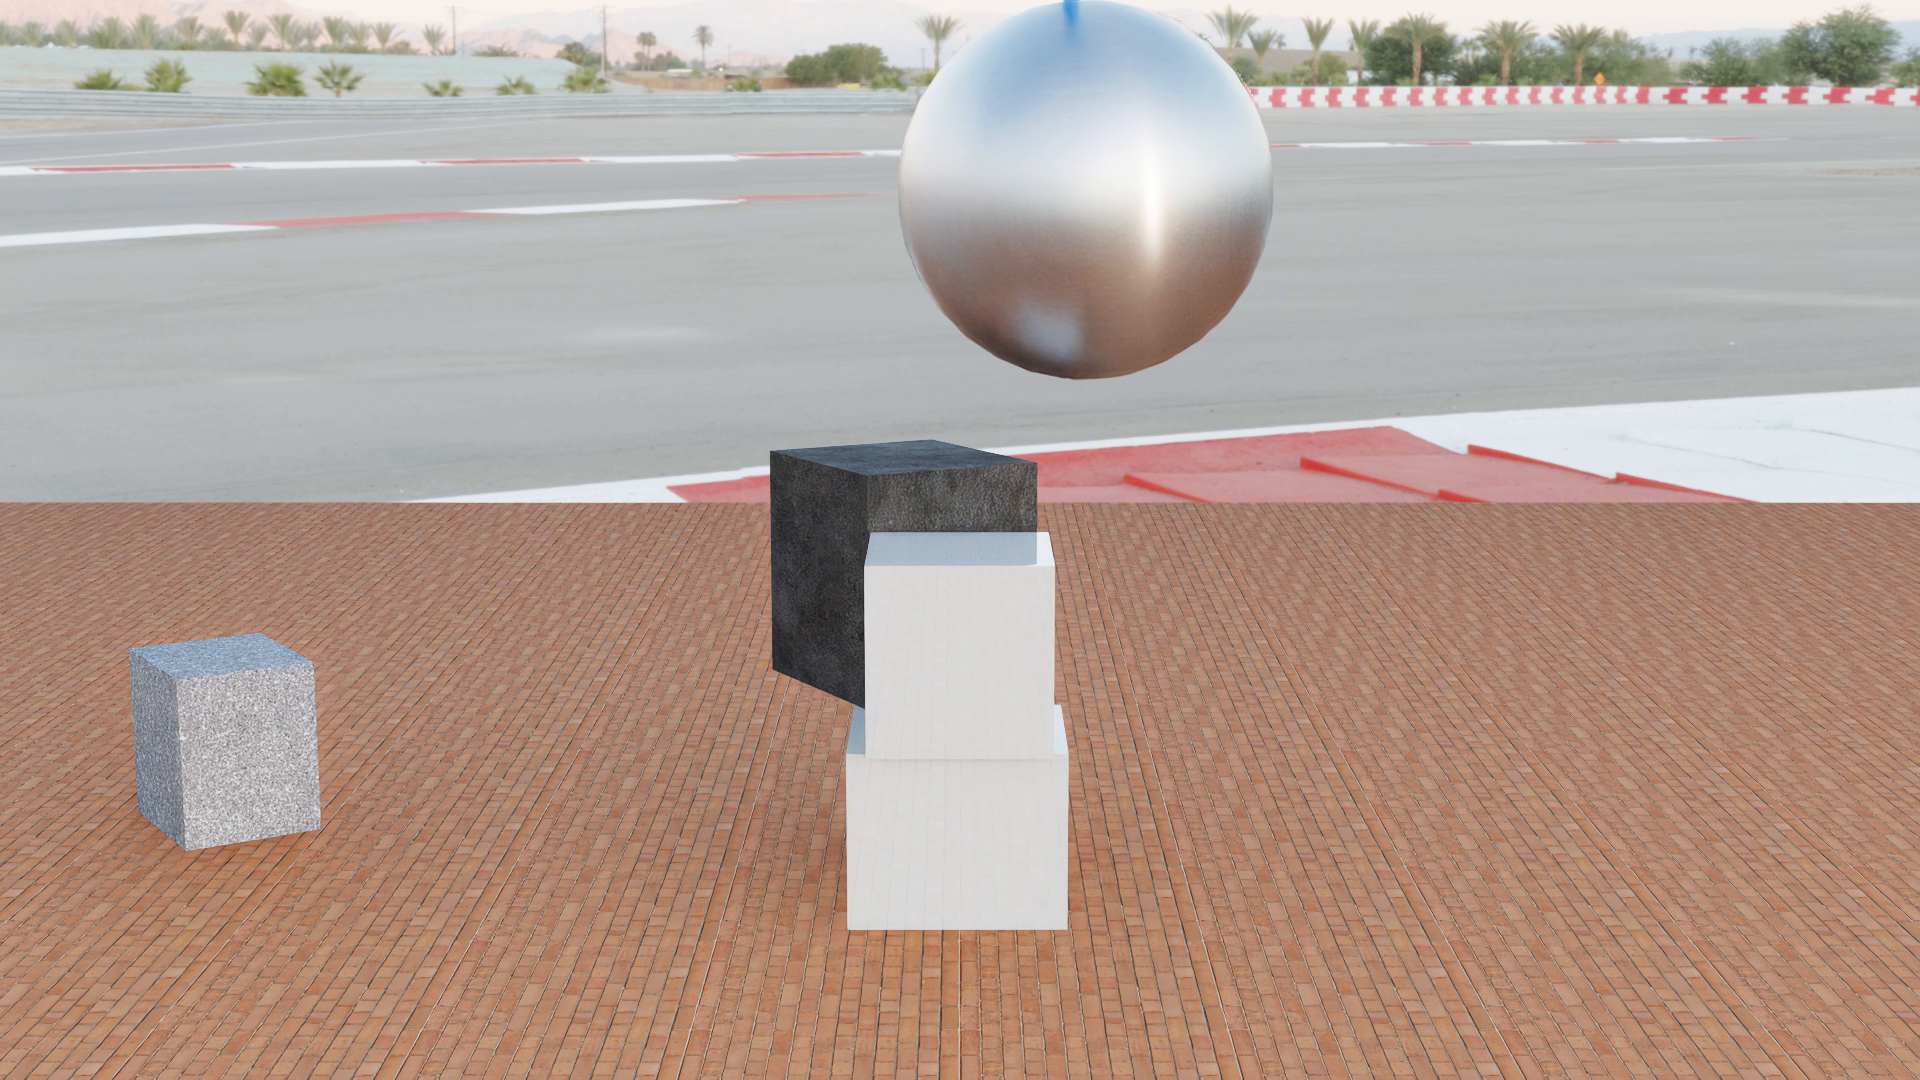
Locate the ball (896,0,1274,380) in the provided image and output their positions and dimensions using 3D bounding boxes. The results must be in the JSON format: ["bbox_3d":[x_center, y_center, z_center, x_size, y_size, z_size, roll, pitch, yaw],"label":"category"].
[{"bbox_3d":[0.532,-1.483,10.911,1.600,1.600,1.600,0,10,0],"label":"ball"}]

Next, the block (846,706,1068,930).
[{"bbox_3d":[-0.011,1.174,11.002,0.913,0.753,0.832,0,10,0],"label":"block"}]

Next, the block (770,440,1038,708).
[{"bbox_3d":[-0.268,0.132,11.784,0.859,1.038,0.980,-5,11,-29],"label":"block"}]

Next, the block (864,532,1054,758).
[{"bbox_3d":[-0.002,0.430,10.756,0.766,0.801,0.764,0,10,0],"label":"block"}]

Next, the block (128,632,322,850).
[{"bbox_3d":[-3.485,0.939,12.151,0.637,0.805,0.765,-7,12,-33],"label":"block"}]
